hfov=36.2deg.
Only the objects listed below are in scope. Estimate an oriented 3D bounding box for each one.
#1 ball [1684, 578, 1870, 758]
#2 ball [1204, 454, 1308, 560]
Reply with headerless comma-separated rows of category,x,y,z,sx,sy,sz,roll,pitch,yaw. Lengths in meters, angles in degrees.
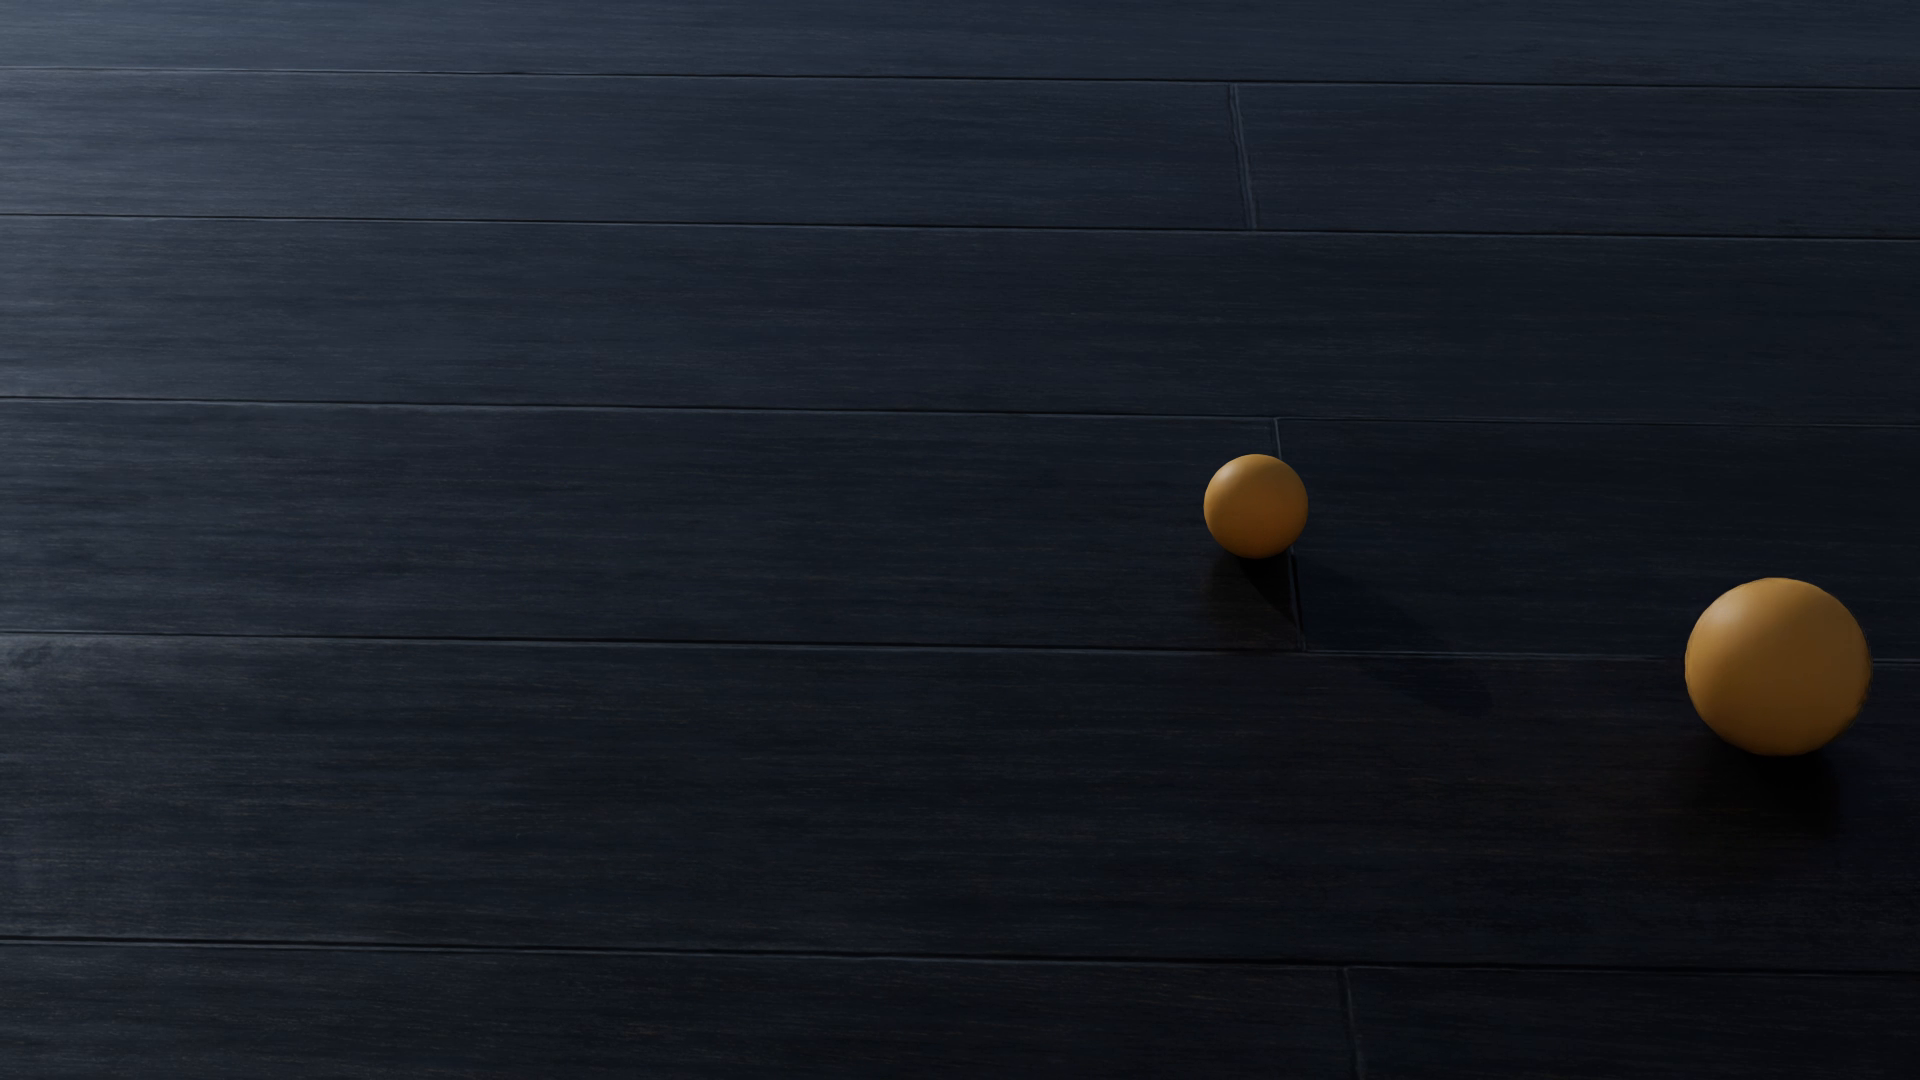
ball,0.402,0.063,1.449,0.089,0.089,0.089,0,32,0
ball,0.162,-0.018,1.608,0.057,0.057,0.057,0,32,0
